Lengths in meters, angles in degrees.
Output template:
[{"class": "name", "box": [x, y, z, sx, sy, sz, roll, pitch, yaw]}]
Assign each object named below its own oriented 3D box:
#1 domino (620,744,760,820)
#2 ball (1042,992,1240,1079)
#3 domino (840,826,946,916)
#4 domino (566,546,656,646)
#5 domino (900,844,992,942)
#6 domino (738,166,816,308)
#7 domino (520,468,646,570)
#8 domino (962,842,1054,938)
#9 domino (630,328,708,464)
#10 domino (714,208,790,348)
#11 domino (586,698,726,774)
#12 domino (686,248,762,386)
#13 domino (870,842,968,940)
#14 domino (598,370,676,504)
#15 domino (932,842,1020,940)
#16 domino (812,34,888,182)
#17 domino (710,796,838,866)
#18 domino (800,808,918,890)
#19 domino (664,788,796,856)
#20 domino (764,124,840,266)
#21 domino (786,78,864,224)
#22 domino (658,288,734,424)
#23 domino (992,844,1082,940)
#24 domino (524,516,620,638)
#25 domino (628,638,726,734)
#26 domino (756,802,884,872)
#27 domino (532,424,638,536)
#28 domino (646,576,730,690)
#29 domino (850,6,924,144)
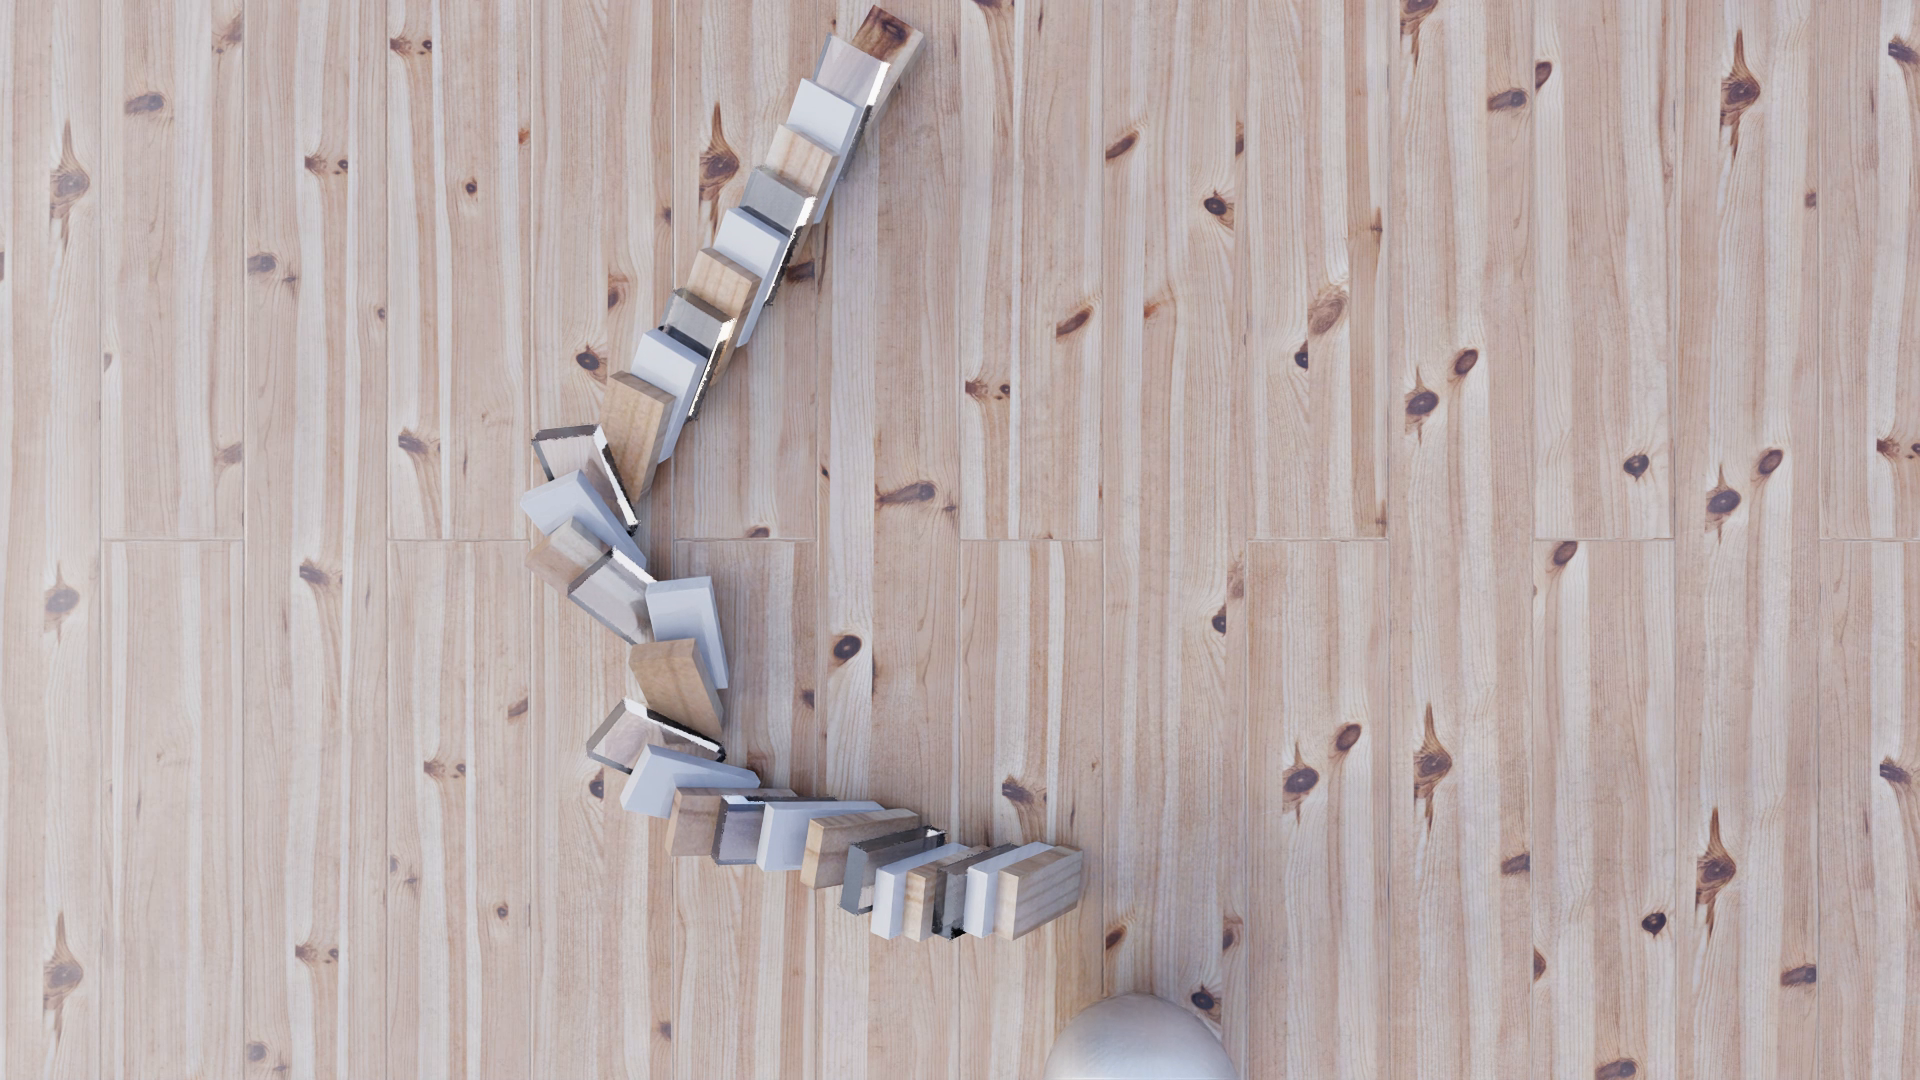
[{"class": "domino", "box": [-0.112, 0.104, 0.382, 0.050, 0.009, 0.025, 26, 91, -33]}, {"class": "ball", "box": [0.071, 0.223, 0.360, 0.080, 0.080, 0.080, 0, 90, 0]}, {"class": "domino", "box": [-0.027, 0.135, 0.377, 0.010, 0.050, 0.025, 9, 90, 37]}, {"class": "domino", "box": [-0.135, 0.028, 0.382, 0.025, 0.010, 0.050, -40, 122, 3]}, {"class": "domino", "box": [-0.003, 0.144, 0.377, 0.009, 0.050, 0.025, 5, 90, 37]}, {"class": "domino", "box": [-0.083, -0.127, 0.384, 0.025, 0.010, 0.050, 31, 118, 0]}, {"class": "domino", "box": [-0.156, -0.003, 0.381, 0.025, 0.009, 0.050, -23, 124, 3]}, {"class": "domino", "box": [0.021, 0.143, 0.377, 0.009, 0.050, 0.025, 5, 90, 37]}, {"class": "domino", "box": [-0.127, -0.060, 0.384, 0.025, 0.009, 0.050, 31, 119, 0]}, {"class": "domino", "box": [-0.093, -0.110, 0.384, 0.025, 0.009, 0.050, 31, 118, 0]}, {"class": "domino", "box": [-0.126, 0.087, 0.381, 0.050, 0.009, 0.025, 38, 94, -34]}, {"class": "domino", "box": [-0.104, -0.093, 0.384, 0.025, 0.010, 0.050, 31, 118, 0]}, {"class": "domino", "box": [-0.015, 0.143, 0.377, 0.009, 0.050, 0.025, 5, 90, 37]}, {"class": "domino", "box": [-0.138, -0.043, 0.384, 0.025, 0.010, 0.050, 26, 119, 0]}, {"class": "domino", "box": [0.009, 0.144, 0.377, 0.010, 0.050, 0.025, 5, 90, 37]}, {"class": "domino", "box": [-0.052, -0.181, 0.385, 0.025, 0.010, 0.050, 29, 116, 1]}, {"class": "domino", "box": [-0.076, 0.121, 0.383, 0.050, 0.010, 0.025, 10, 90, -32]}, {"class": "domino", "box": [-0.041, 0.127, 0.379, 0.050, 0.010, 0.025, 9, 90, -44]}, {"class": "domino", "box": [-0.095, 0.117, 0.383, 0.050, 0.009, 0.025, 11, 91, -32]}, {"class": "domino", "box": [-0.072, -0.144, 0.384, 0.025, 0.010, 0.050, 31, 118, 0]}, {"class": "domino", "box": [-0.062, -0.162, 0.384, 0.025, 0.009, 0.050, 29, 117, 1]}, {"class": "domino", "box": [-0.116, -0.077, 0.384, 0.025, 0.010, 0.050, 31, 118, 0]}, {"class": "domino", "box": [0.033, 0.144, 0.377, 0.009, 0.050, 0.025, 5, 90, 37]}, {"class": "domino", "box": [-0.151, 0.016, 0.381, 0.025, 0.010, 0.050, -38, 123, 6]}, {"class": "domino", "box": [-0.116, 0.062, 0.380, 0.025, 0.010, 0.050, -6, 131, 0]}, {"class": "domino", "box": [-0.058, 0.123, 0.383, 0.050, 0.010, 0.025, 10, 90, -32]}, {"class": "domino", "box": [-0.155, -0.023, 0.381, 0.025, 0.010, 0.050, -6, 127, 3]}, {"class": "domino", "box": [-0.113, 0.040, 0.383, 0.025, 0.010, 0.050, -6, 118, -7]}, {"class": "domino", "box": [-0.039, -0.200, 0.395, 0.025, 0.010, 0.050, 31, 90, 0]}]
